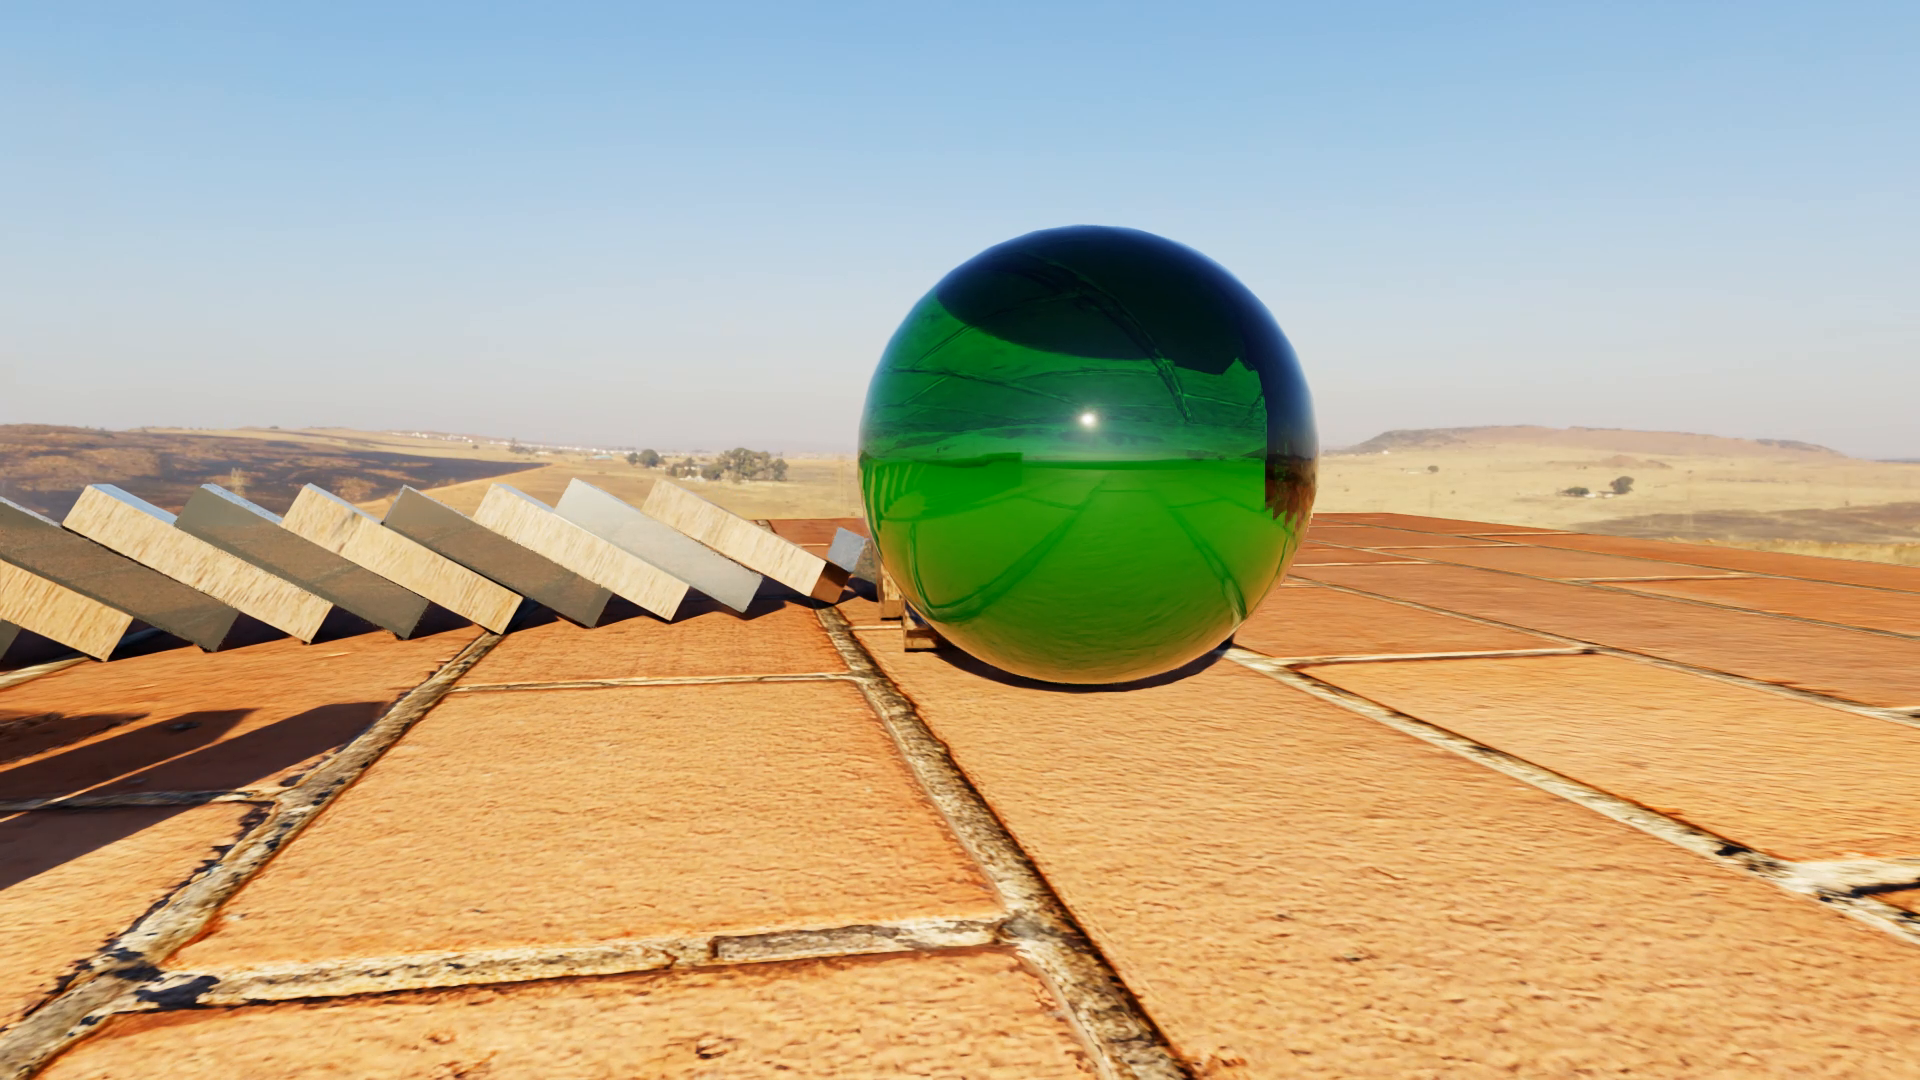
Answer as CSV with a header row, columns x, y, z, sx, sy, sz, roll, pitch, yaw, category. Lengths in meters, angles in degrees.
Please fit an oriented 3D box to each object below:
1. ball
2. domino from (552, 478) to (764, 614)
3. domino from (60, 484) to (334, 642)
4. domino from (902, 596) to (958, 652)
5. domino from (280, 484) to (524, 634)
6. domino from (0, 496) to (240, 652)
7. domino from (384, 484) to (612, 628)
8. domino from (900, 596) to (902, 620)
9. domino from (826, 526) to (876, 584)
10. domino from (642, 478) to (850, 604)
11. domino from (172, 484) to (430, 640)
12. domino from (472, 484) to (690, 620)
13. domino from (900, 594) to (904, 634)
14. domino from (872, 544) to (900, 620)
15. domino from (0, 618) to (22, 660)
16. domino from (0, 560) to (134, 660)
x,y,z,sx,sy,sz,roll,pitch,yaw,category
0.022,-0.014,0.225,0.080,0.080,0.080,0,4,0,ball
-0.073,0.002,0.315,0.050,0.009,0.025,29,-4,-6,domino
-0.160,0.005,0.274,0.050,0.010,0.025,32,-11,-23,domino
0.000,-0.001,0.274,0.025,0.050,0.009,0,-33,-7,domino
-0.125,0.004,0.288,0.050,0.009,0.025,32,-9,-23,domino
-0.175,0.006,0.260,0.050,0.009,0.025,35,-17,-33,domino
-0.107,0.004,0.298,0.050,0.010,0.025,31,-9,-23,domino
-0.002,-0.004,0.309,0.025,0.050,0.010,0,-33,-6,domino
-0.020,0.007,0.349,0.025,0.010,0.050,23,-1,-14,domino
-0.055,0.001,0.334,0.050,0.010,0.025,26,-2,12,domino
-0.142,0.004,0.281,0.050,0.010,0.025,32,-10,-23,domino
-0.090,0.003,0.310,0.050,0.010,0.025,29,-4,-12,domino
-0.001,-0.002,0.286,0.025,0.050,0.009,0,-33,-7,domino
-0.009,-0.004,0.322,0.025,0.050,0.010,-1,-34,-12,domino
-0.201,0.008,0.231,0.025,0.010,0.050,3,-27,42,domino
-0.189,0.007,0.246,0.025,0.009,0.050,4,-26,49,domino
